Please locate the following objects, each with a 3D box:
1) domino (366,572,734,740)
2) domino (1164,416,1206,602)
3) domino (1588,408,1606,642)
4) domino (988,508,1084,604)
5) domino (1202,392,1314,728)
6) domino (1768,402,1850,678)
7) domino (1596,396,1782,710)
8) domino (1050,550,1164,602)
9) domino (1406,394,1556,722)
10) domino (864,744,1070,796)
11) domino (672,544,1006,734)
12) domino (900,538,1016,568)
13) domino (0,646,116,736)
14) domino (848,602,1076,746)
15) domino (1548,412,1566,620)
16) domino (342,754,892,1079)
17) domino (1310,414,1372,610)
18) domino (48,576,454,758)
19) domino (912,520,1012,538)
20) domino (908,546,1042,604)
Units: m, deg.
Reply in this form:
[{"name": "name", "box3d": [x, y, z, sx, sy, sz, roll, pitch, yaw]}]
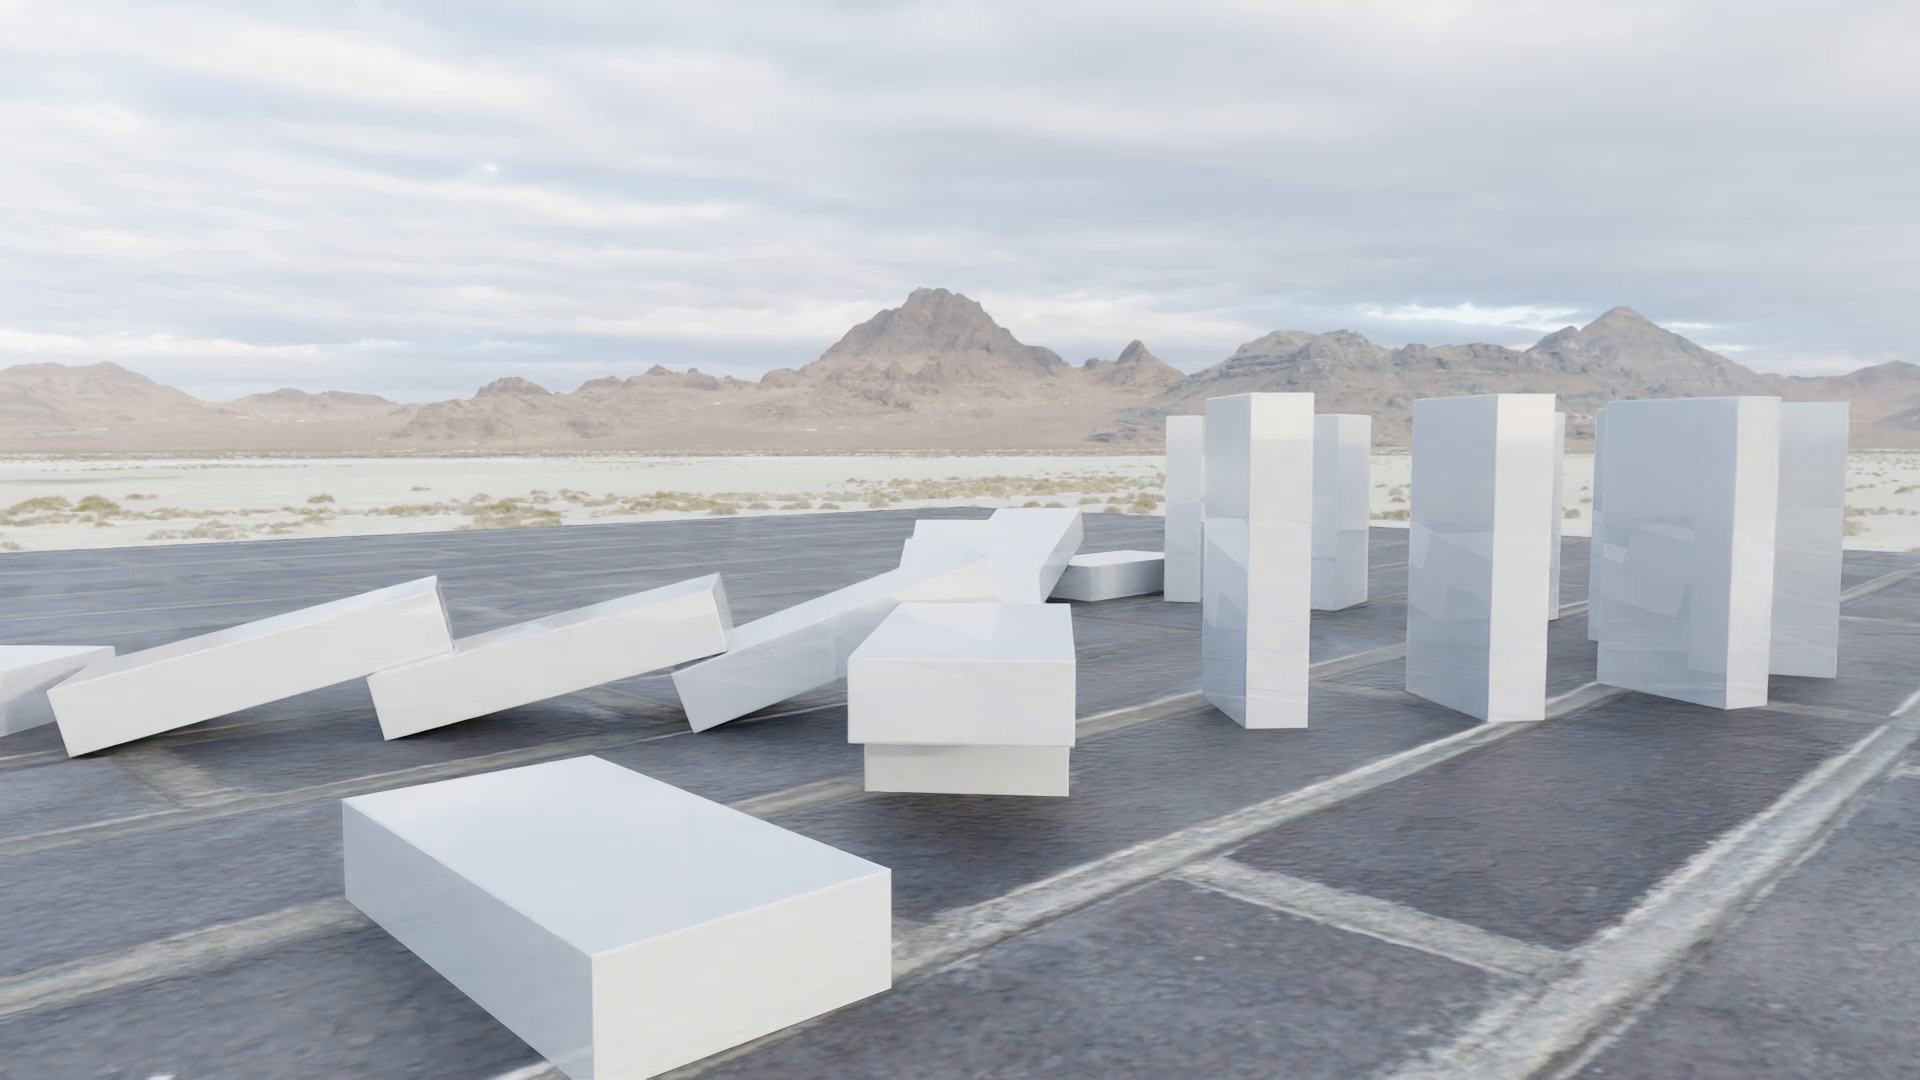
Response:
[{"name": "domino", "box3d": [-0.061, 0.017, 0.199, 0.050, 0.009, 0.025, -14, 6, -7]}, {"name": "domino", "box3d": [0.063, -0.009, 0.356, 0.010, 0.050, 0.025, 1, 4, 15]}, {"name": "domino", "box3d": [0.150, -0.003, 0.278, 0.025, 0.050, 0.009, -2, 5, -22]}, {"name": "domino", "box3d": [0.016, 0.004, 0.350, 0.025, 0.009, 0.050, 0, 21, 19]}, {"name": "domino", "box3d": [0.046, 0.002, 0.203, 0.010, 0.050, 0.025, 0, 4, -4]}, {"name": "domino", "box3d": [0.150, -0.001, 0.241, 0.025, 0.050, 0.009, 2, 5, 26]}, {"name": "domino", "box3d": [0.122, 0.001, 0.217, 0.009, 0.050, 0.025, -2, 5, -22]}, {"name": "domino", "box3d": [0.044, 0.010, 0.373, 0.025, 0.009, 0.050, 4, 6, 44]}, {"name": "domino", "box3d": [0.083, 0.002, 0.207, 0.009, 0.050, 0.025, -1, 4, -9]}, {"name": "domino", "box3d": [0.003, 0.024, 0.181, 0.025, 0.010, 0.050, 0, 4, 5]}, {"name": "domino", "box3d": [-0.019, 0.015, 0.203, 0.050, 0.010, 0.025, -20, 7, -7]}, {"name": "domino", "box3d": [-0.001, 0.012, 0.271, 0.025, 0.009, 0.050, 0, 18, 2]}, {"name": "domino", "box3d": [-0.152, 0.024, 0.186, 0.025, 0.009, 0.050, 0, 4, 2]}, {"name": "domino", "box3d": [0.002, 0.016, 0.165, 0.025, 0.010, 0.050, 0, 4, 4]}, {"name": "domino", "box3d": [0.133, -0.005, 0.307, 0.025, 0.050, 0.010, -3, 5, -37]}, {"name": "domino", "box3d": [-0.031, 0.030, 0.110, 0.025, 0.009, 0.050, -4, 6, -42]}, {"name": "domino", "box3d": [0.099, -0.008, 0.339, 0.009, 0.050, 0.025, 3, 5, 35]}, {"name": "domino", "box3d": [-0.104, 0.018, 0.193, 0.050, 0.009, 0.025, -16, 9, -20]}, {"name": "domino", "box3d": [0.000, 0.008, 0.313, 0.025, 0.009, 0.050, 0, 20, 2]}, {"name": "domino", "box3d": [0.002, 0.014, 0.234, 0.025, 0.009, 0.050, 0, 19, 2]}]
